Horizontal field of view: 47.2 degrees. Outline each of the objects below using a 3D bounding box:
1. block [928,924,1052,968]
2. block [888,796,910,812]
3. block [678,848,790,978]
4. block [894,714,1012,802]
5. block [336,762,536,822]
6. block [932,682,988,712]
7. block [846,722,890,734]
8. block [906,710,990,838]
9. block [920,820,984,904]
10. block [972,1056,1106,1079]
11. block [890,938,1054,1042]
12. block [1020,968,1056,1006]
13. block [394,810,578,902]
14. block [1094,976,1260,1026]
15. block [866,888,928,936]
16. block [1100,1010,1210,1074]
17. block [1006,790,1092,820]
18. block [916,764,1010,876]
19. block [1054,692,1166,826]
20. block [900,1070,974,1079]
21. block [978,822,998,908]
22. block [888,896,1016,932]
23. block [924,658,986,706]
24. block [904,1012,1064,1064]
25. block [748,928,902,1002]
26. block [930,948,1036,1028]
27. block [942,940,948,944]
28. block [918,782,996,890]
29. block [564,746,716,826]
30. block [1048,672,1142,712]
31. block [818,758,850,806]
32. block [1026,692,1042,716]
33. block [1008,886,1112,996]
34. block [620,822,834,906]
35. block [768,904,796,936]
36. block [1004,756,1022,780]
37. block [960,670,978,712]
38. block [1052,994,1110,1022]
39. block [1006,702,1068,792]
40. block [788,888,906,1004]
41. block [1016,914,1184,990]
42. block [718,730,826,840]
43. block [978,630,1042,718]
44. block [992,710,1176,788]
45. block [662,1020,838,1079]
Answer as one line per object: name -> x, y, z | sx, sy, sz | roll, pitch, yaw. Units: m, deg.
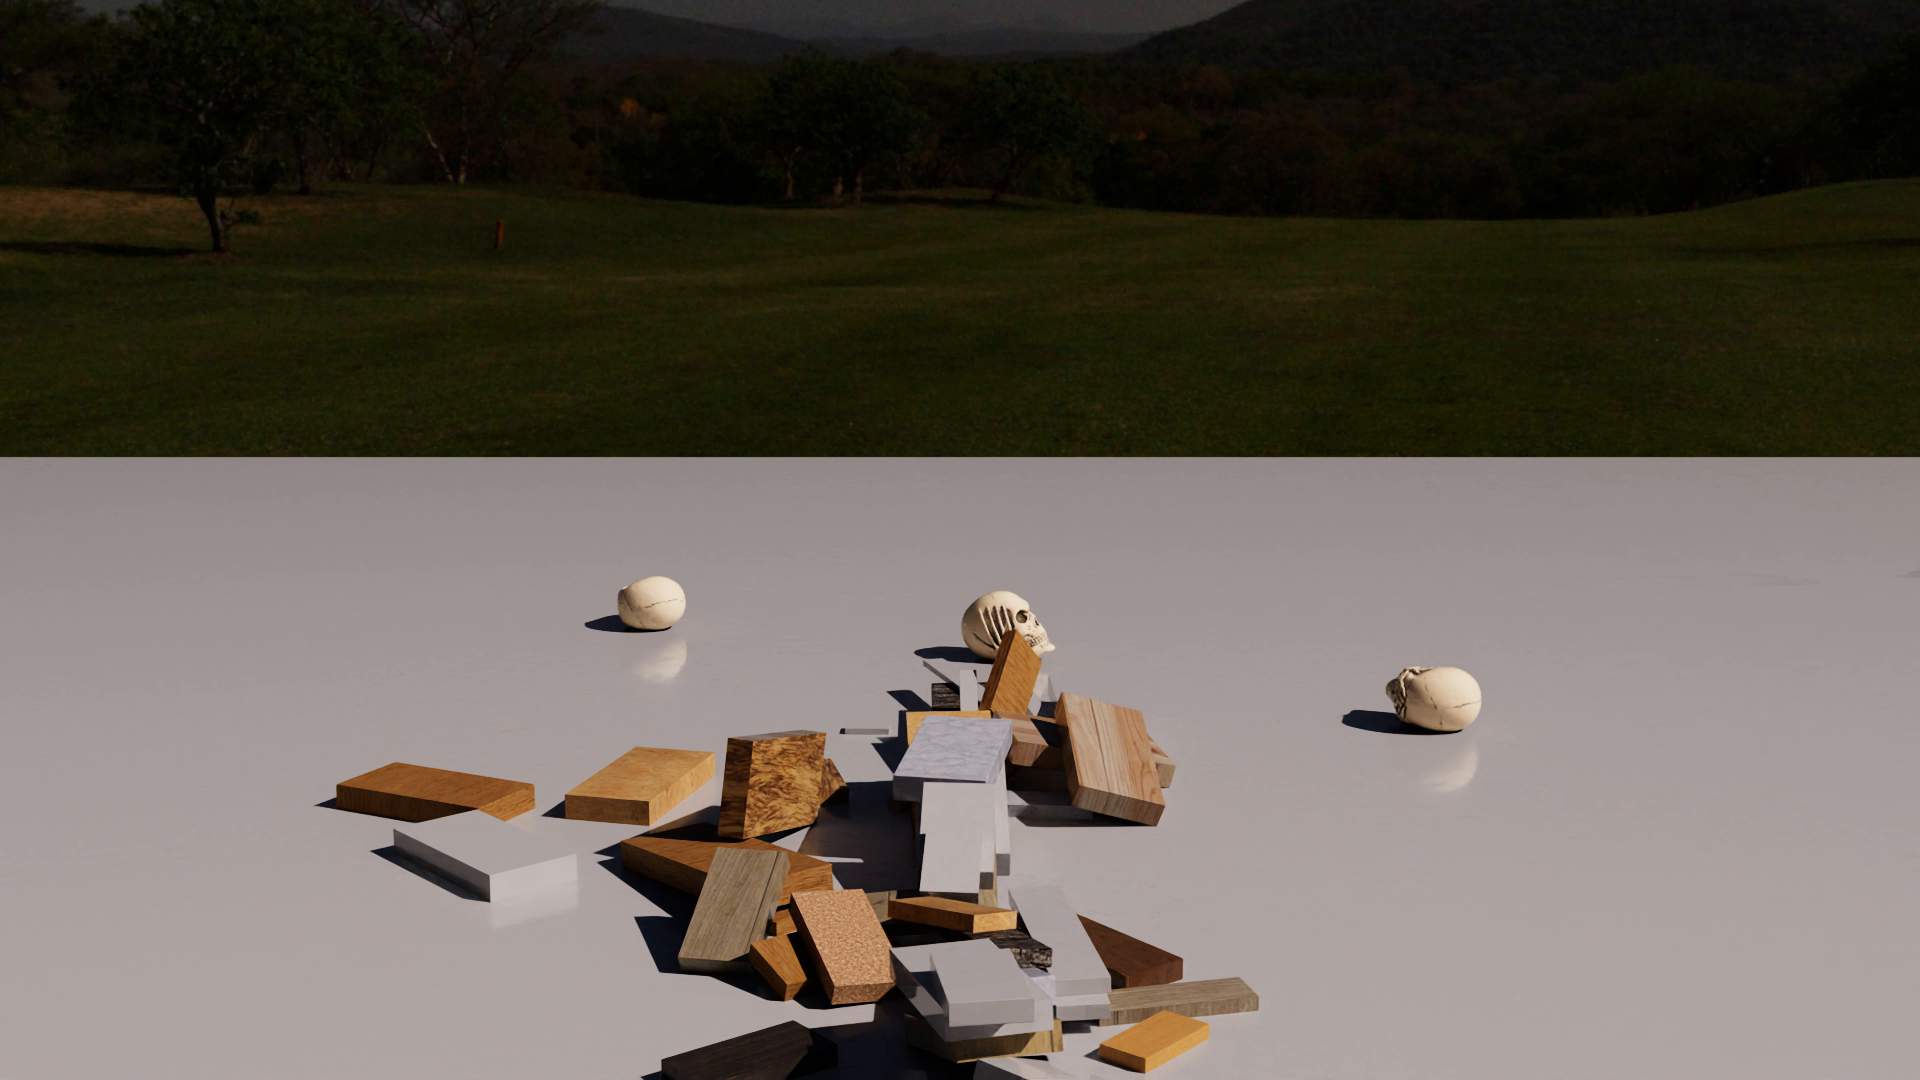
block -> 0.041, 0.595, 3.282 | 0.092, 0.026, 0.359 | 3, -2, -14
block -> -0.072, 0.491, 4.158 | 0.115, 0.016, 0.058 | -6, 12, -29
block -> -0.347, 0.572, 3.396 | 0.115, 0.033, 0.230 | 2, 38, 11
block -> -0.009, 0.390, 3.925 | 0.161, 0.046, 0.322 | 2, 15, 9
block -> -0.984, 0.481, 4.127 | 0.332, 0.047, 0.166 | 5, 12, 26
block -> 0.001, 0.350, 4.678 | 0.121, 0.034, 0.243 | -1, 10, -1
block -> -0.195, 0.400, 4.657 | 0.093, 0.013, 0.046 | 0, 11, 2
block -> -0.014, 0.432, 4.085 | 0.161, 0.046, 0.322 | -1, 32, -4
block -> -0.012, 0.517, 3.520 | 0.092, 0.026, 0.184 | 2, 29, 3
block -> 0.172, 0.705, 2.723 | 0.290, 0.041, 0.145 | 12, -1, 39
block -> 0.011, 0.592, 2.910 | 0.143, 0.040, 0.285 | -3, 6, -16
block -> 0.025, 0.632, 3.140 | 0.143, 0.040, 0.285 | -3, -3, -15
block -> -0.823, 0.542, 3.798 | 0.166, 0.047, 0.332 | -9, 14, -41
block -> 0.306, 0.669, 3.186 | 0.241, 0.022, 0.077 | -3, 11, -14
block -> -0.134, 0.592, 3.473 | 0.169, 0.024, 0.085 | -6, 29, 3
block -> 0.270, 0.694, 3.047 | 0.077, 0.022, 0.154 | 9, 14, 39
block -> 0.162, 0.495, 4.113 | 0.174, 0.025, 0.087 | 1, 11, 5
block -> 0.002, 0.481, 3.890 | 0.161, 0.046, 0.322 | 0, 27, -1
block -> 0.279, 0.410, 4.147 | 0.166, 0.047, 0.332 | 14, 25, -10
block -> -0.002, 0.771, 2.582 | 0.145, 0.041, 0.616 | 0, 11, -1
block -> -0.002, 0.547, 3.601 | 0.122, 0.035, 0.245 | 0, 29, 0
block -> -0.013, 0.568, 3.341 | 0.185, 0.026, 0.092 | 1, -3, 45
block -> 0.007, 0.311, 4.759 | 0.046, 0.013, 0.428 | -4, 11, -18
block -> 0.027, 0.660, 2.953 | 0.143, 0.040, 0.285 | -3, -7, -15
block -> -0.199, 0.626, 3.307 | 0.213, 0.030, 0.107 | -8, 31, -36
block -> 0.026, 0.568, 2.800 | 0.107, 0.030, 0.213 | -2, 6, -7
block -> -0.001, 0.615, 3.369 | 0.046, 0.013, 0.092 | 2, -2, 3
block -> -0.004, 0.487, 3.637 | 0.122, 0.035, 0.245 | 1, 29, 1
block -> -0.606, 0.467, 4.200 | 0.167, 0.047, 0.334 | 3, 11, 14
block -> 0.280, 0.343, 4.618 | 0.165, 0.047, 0.329 | 0, 11, -2
block -> -0.284, 0.468, 4.246 | 0.105, 0.030, 0.210 | -2, 11, -13
block -> 0.113, 0.371, 4.554 | 0.105, 0.030, 0.210 | -36, 0, 7
block -> 0.146, 0.602, 3.329 | 0.085, 0.024, 0.428 | -2, 9, -7
block -> -0.396, 0.545, 3.682 | 0.167, 0.047, 0.422 | -9, 8, -35
block -> -0.321, 0.599, 3.556 | 0.169, 0.024, 0.085 | 10, 14, 43
block -> 0.078, 0.437, 4.225 | 0.058, 0.016, 0.115 | 18, 37, 34
block -> 0.018, 0.368, 4.388 | 0.034, 0.121, 0.243 | -1, 23, -1
block -> 0.167, 0.651, 3.159 | 0.077, 0.022, 0.154 | -2, 9, -4
block -> 0.192, 0.417, 4.473 | 0.165, 0.047, 0.499 | 3, 11, 13
block -> -0.168, 0.605, 3.289 | 0.115, 0.033, 0.230 | 1, 27, -22
block -> 0.194, 0.627, 3.381 | 0.115, 0.033, 0.310 | -8, 13, -37
block -> -0.329, 0.429, 3.893 | 0.047, 0.167, 0.334 | 6, 0, 18
block -> 0.102, 0.294, 4.431 | 0.030, 0.105, 0.210 | -13, 40, 33
block -> 0.237, 0.406, 4.279 | 0.329, 0.047, 0.165 | 11, 14, -18
block -> -0.283, 0.705, 2.968 | 0.213, 0.030, 0.107 | -8, 13, -38
